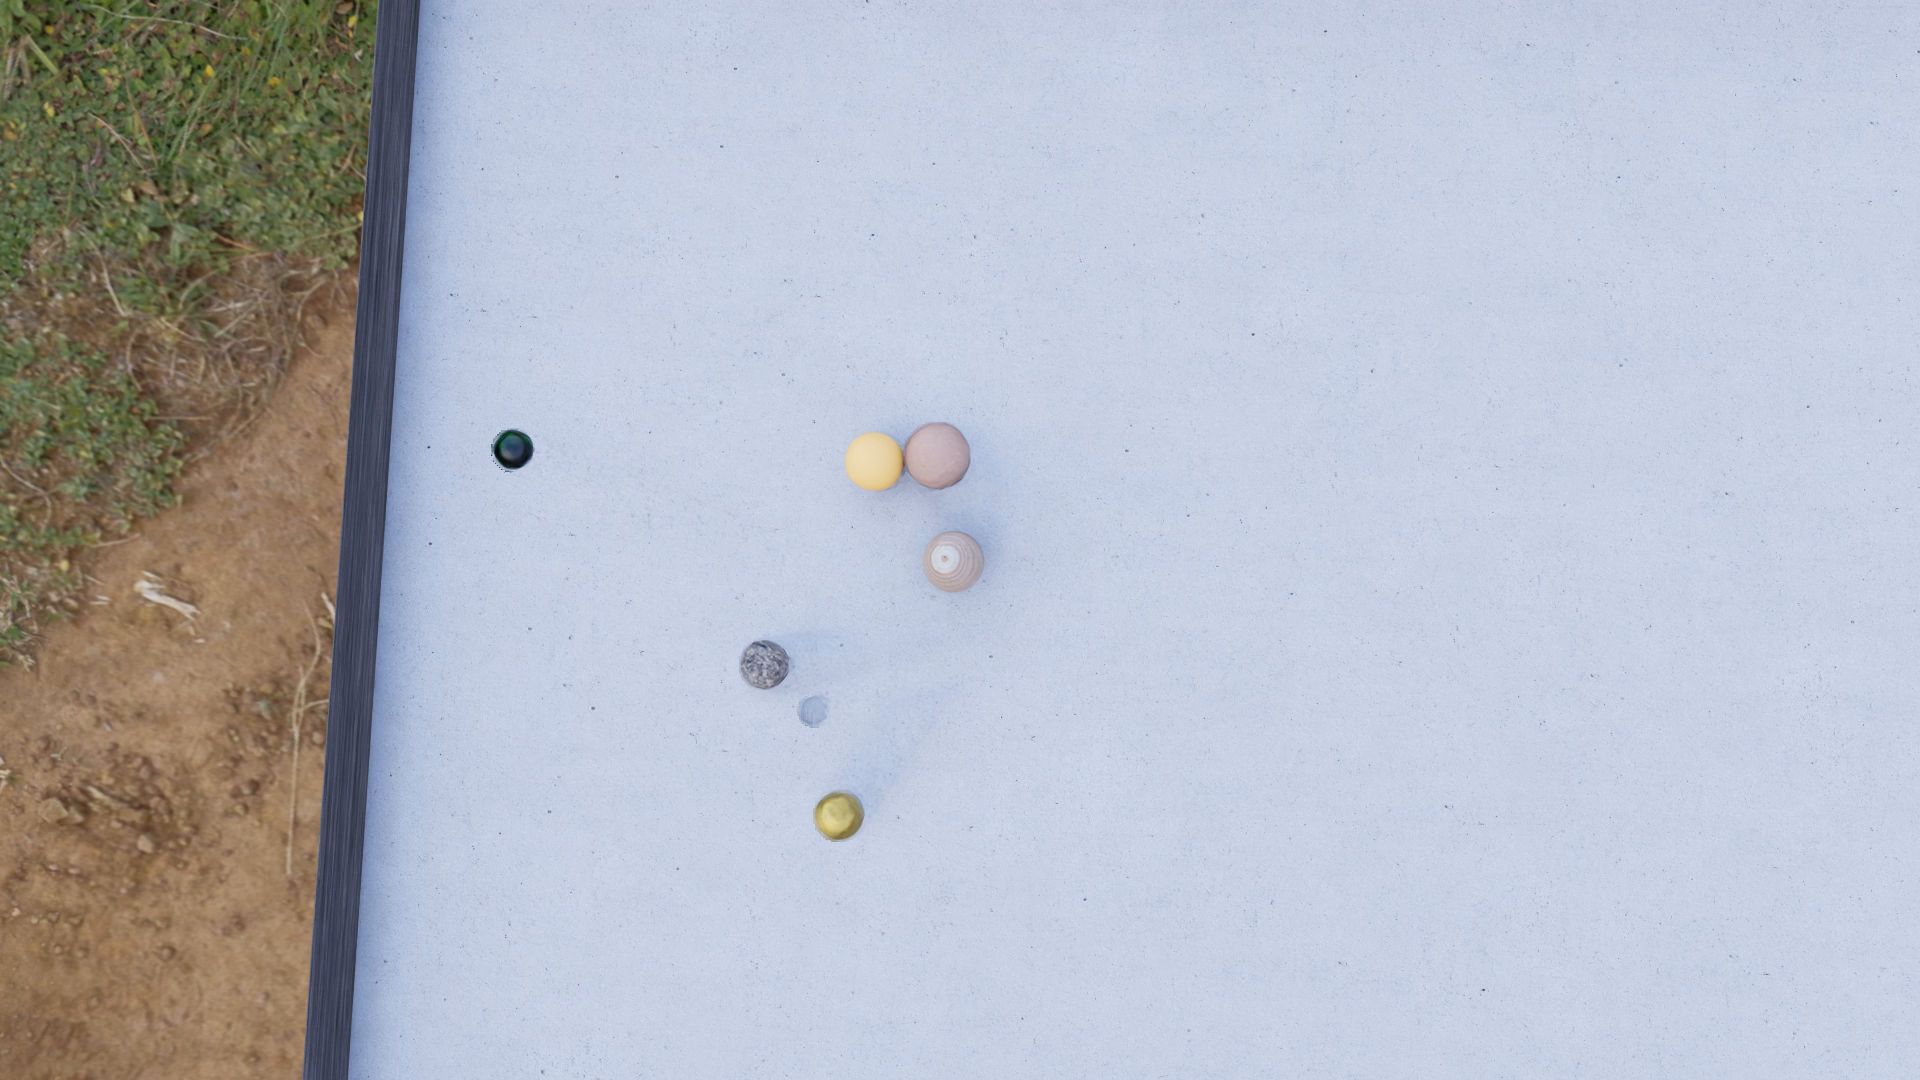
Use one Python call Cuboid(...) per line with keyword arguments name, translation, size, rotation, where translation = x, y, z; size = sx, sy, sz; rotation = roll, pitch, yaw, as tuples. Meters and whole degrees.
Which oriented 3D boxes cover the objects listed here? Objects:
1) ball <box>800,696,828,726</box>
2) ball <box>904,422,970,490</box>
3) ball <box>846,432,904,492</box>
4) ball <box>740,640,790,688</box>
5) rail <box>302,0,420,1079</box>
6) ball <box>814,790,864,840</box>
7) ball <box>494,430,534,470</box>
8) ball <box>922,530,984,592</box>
Cuboid(name="ball", translation=(-0.216, 0.252, 3.253), size=(0.042, 0.042, 0.042), rotation=(0, 80, 0))
Cuboid(name="ball", translation=(-0.033, -0.125, 3.290), size=(0.100, 0.100, 0.100), rotation=(0, 80, 0))
Cuboid(name="ball", translation=(-0.127, -0.117, 3.294), size=(0.089, 0.089, 0.089), rotation=(0, 80, 0))
Cuboid(name="ball", translation=(-0.288, 0.184, 3.250), size=(0.072, 0.072, 0.072), rotation=(0, 80, 0))
Cuboid(name="rail", translation=(-0.875, -0.023, 3.256), size=(0.045, 0.130, 2.021), rotation=(1, 80, 0))
Cuboid(name="ball", translation=(-0.176, 0.401, 3.211), size=(0.072, 0.072, 0.072), rotation=(0, 80, 0))
Cuboid(name="ball", translation=(-0.672, -0.136, 3.312), size=(0.060, 0.060, 0.060), rotation=(0, 80, 0))
Cuboid(name="ball", translation=(-0.010, 0.032, 3.266), size=(0.092, 0.092, 0.092), rotation=(0, 80, 0))
